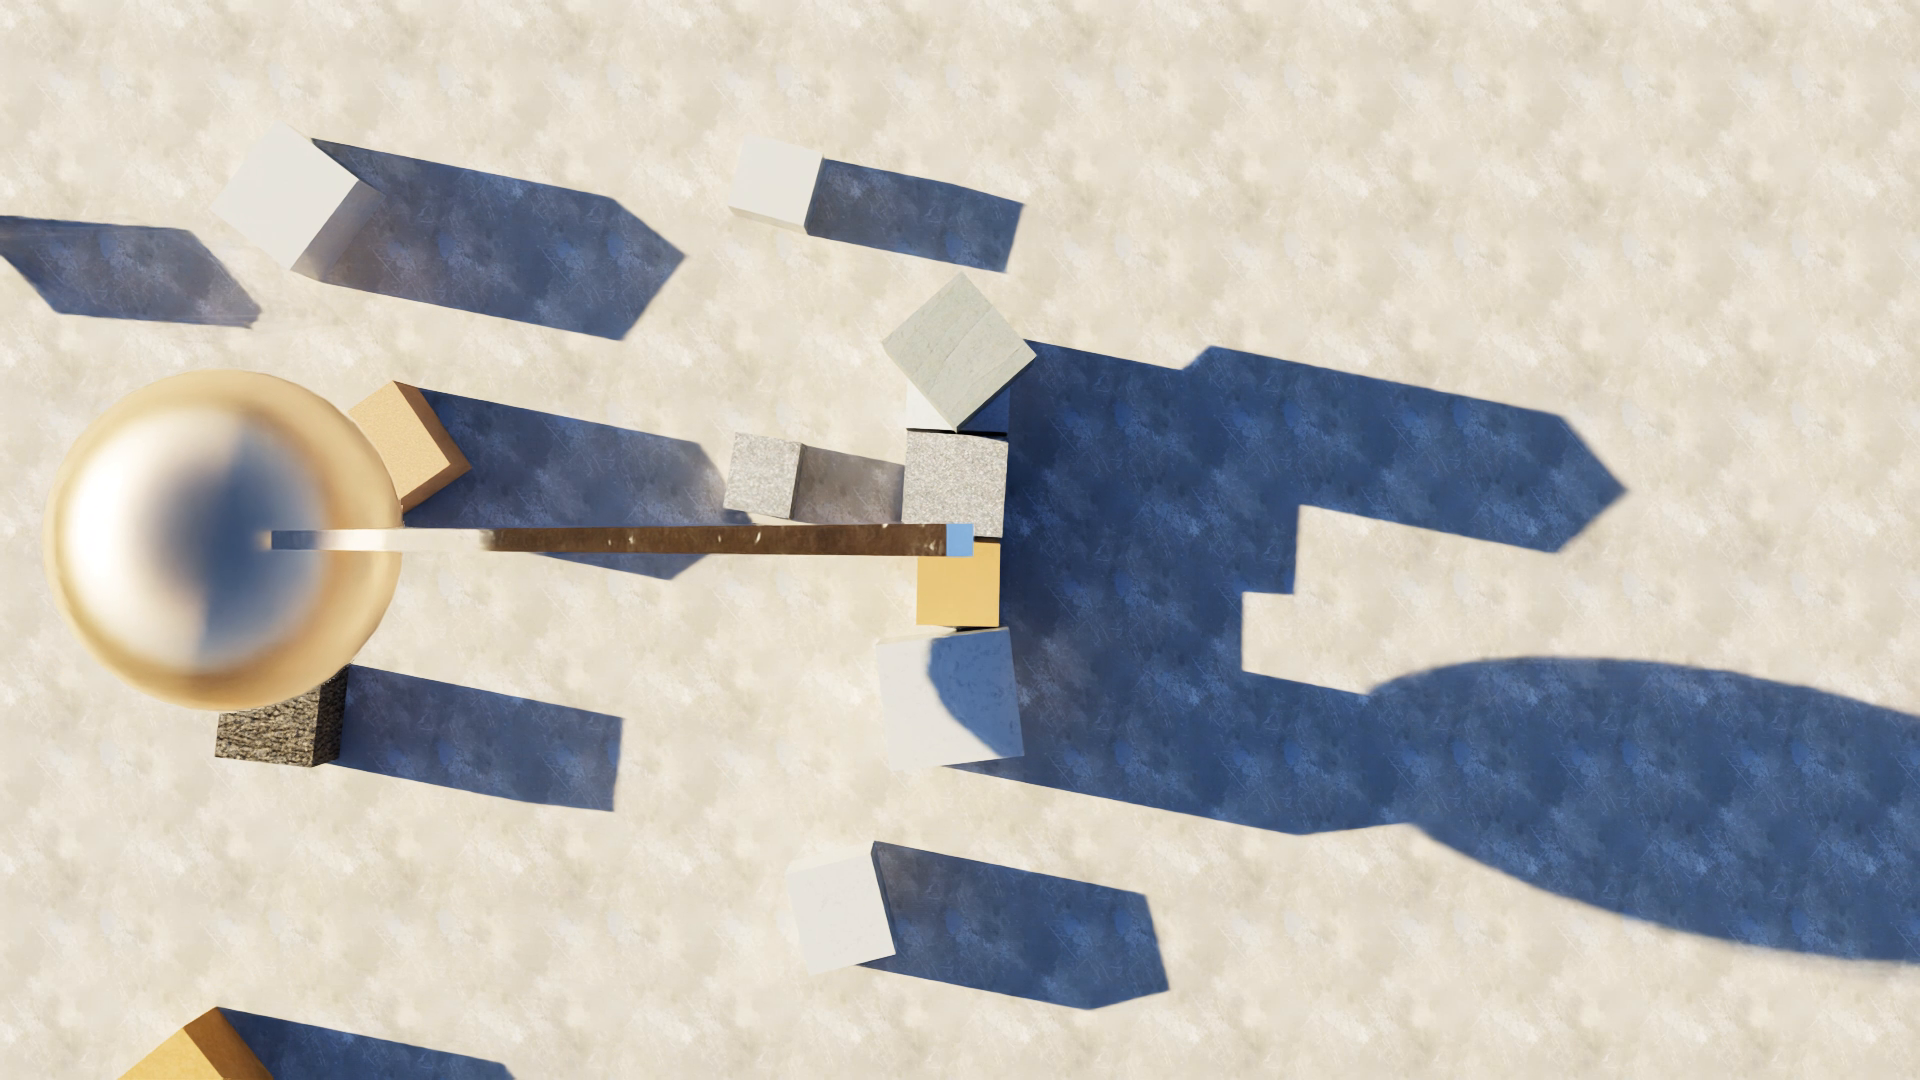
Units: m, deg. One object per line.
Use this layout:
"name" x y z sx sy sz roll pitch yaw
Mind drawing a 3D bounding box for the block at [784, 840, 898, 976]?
"block" -0.682 2.121 12.726 0.505 0.548 0.589 -14 90 0

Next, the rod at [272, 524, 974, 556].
"rod" -1.482 0.000 7.466 0.080 5.200 0.080 0 90 -35

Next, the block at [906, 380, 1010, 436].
"block" -0.005 -0.922 12.752 0.585 0.495 0.593 3 90 0

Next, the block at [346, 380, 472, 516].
"block" -3.294 -0.495 12.717 0.604 0.567 0.579 -34 90 0

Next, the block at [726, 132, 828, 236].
"block" -1.061 -2.070 12.802 0.455 0.397 0.435 15 90 0

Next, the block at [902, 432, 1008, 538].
"block" -0.030 -0.314 12.703 0.572 0.593 0.562 4 90 0

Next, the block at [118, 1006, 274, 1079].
"block" -4.460 3.182 12.713 0.633 0.575 0.588 -39 90 0

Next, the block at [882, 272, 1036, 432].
"block" -0.005 -1.026 12.149 0.578 0.711 0.608 -42 90 0

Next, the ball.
"ball" -3.419 0.000 10.260 1.600 1.600 1.600 0 90 0

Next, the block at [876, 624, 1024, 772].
"block" -0.057 0.889 12.595 0.749 0.810 0.706 -7 90 0

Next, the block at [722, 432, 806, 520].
"block" -1.136 -0.373 12.812 0.383 0.376 0.443 9 90 0

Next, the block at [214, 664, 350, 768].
"block" -3.915 0.979 12.723 0.553 0.553 0.565 6 90 0

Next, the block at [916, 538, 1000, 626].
"block" -0.010 0.237 12.753 0.468 0.494 0.501 1 90 0

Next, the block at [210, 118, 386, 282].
"block" -3.812 -1.951 12.697 0.572 0.606 0.644 37 90 0
